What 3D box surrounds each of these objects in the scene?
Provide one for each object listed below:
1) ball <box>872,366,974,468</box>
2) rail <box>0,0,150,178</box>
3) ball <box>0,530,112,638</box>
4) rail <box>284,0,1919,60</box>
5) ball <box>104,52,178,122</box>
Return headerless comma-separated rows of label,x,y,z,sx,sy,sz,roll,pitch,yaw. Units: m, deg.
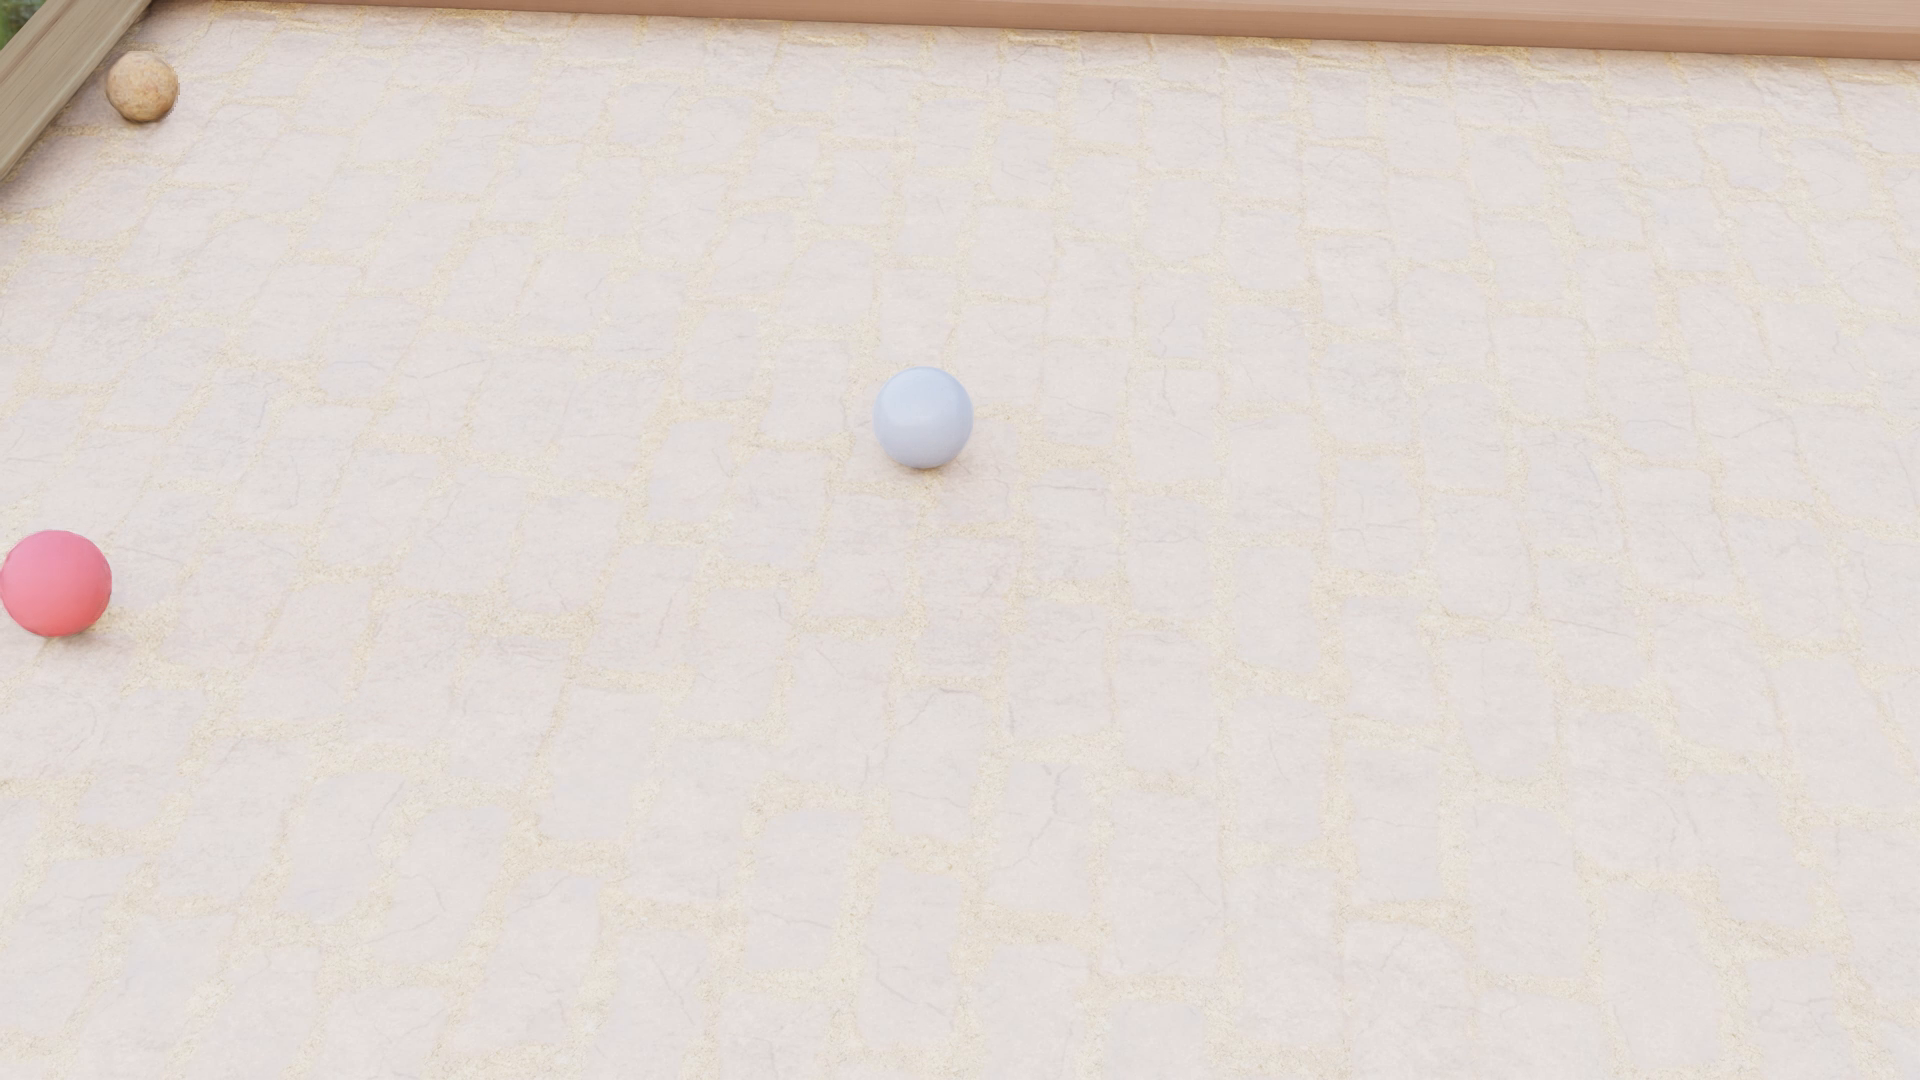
ball,-0.027,-0.090,1.878,0.075,0.075,0.075,0,36,0
rail,-0.867,-0.057,1.811,0.045,0.098,1.831,3,36,4
ball,-0.604,0.029,1.714,0.072,0.072,0.072,0,36,0
rail,0.966,-0.486,2.412,3.576,0.098,0.045,3,36,4
ball,-0.748,-0.414,2.343,0.063,0.063,0.063,0,36,0
